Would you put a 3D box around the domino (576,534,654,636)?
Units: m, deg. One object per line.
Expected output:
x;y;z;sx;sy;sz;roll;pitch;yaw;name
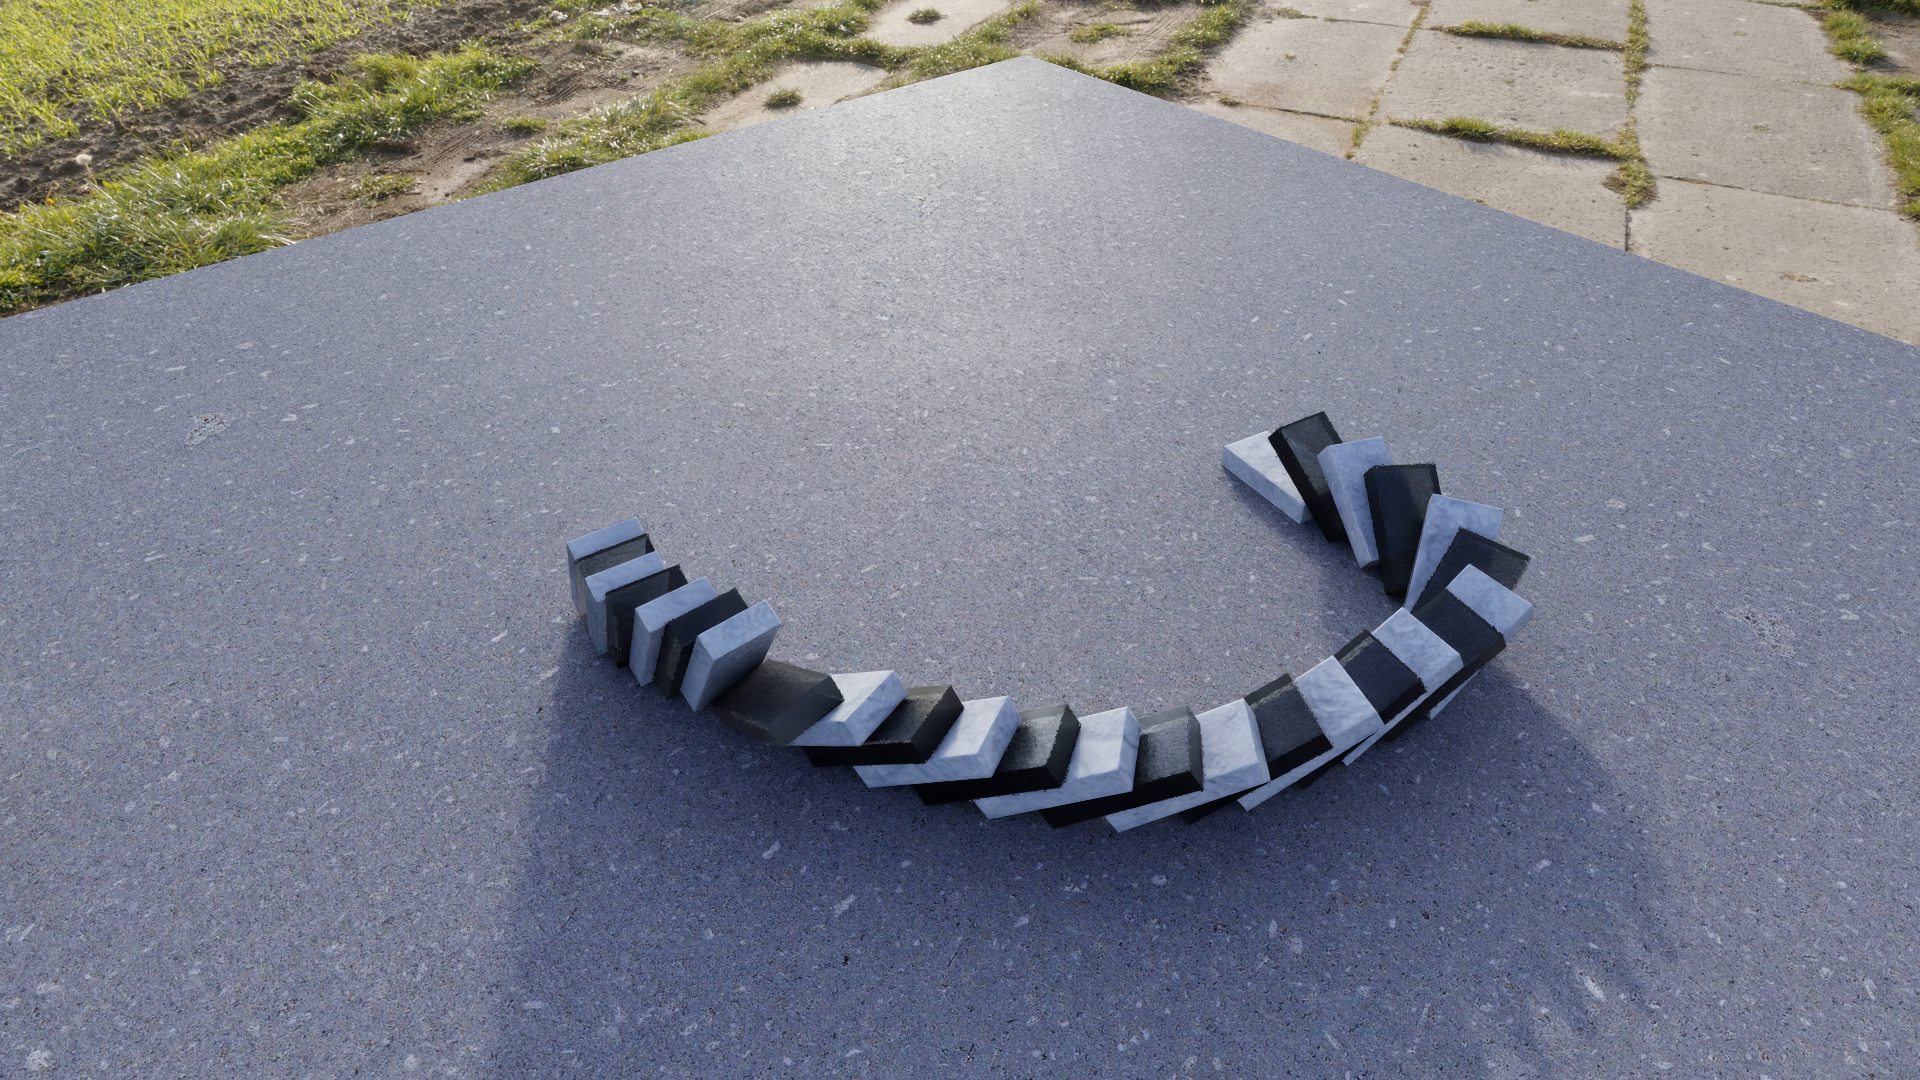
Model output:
-0.122;0.017;0.392;0.025;0.050;0.009;-23;73;-26;domino

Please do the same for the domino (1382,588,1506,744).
0.155;0.042;0.371;0.050;0.010;0.025;-41;49;2;domino

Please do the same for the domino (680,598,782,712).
-0.077;0.039;0.365;0.025;0.050;0.009;-30;77;-31;domino

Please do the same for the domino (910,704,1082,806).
0.011;0.067;0.342;0.050;0.009;0.025;-16;29;33;domino

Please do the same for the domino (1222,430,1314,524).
0.140;-0.028;0.478;0.025;0.010;0.050;-20;43;-23;domino

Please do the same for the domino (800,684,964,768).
-0.025;0.060;0.351;0.050;0.010;0.025;-12;27;40;domino

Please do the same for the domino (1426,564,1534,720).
0.170;0.035;0.380;0.050;0.009;0.025;-45;52;-1;domino

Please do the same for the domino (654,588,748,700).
-0.087;0.036;0.369;0.025;0.050;0.010;-29;76;-30;domino

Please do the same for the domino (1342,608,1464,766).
0.138;0.048;0.365;0.050;0.010;0.025;-41;47;2;domino

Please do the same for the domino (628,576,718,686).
-0.098;0.032;0.374;0.025;0.050;0.010;-27;75;-29;domino

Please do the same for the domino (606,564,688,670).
-0.108;0.027;0.379;0.025;0.050;0.009;-23;73;-26;domino

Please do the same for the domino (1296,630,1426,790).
0.122;0.055;0.357;0.050;0.010;0.025;-40;46;3;domino

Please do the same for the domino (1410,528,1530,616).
0.179;0.023;0.394;0.025;0.009;0.050;29;81;29;domino

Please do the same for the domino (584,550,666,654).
-0.117;0.023;0.385;0.025;0.050;0.009;-23;73;-26;domino

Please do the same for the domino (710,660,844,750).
-0.060;0.052;0.357;0.025;0.009;0.050;-37;19;-26;domino

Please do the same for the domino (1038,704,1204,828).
0.049;0.070;0.338;0.050;0.009;0.025;-22;33;25;domino

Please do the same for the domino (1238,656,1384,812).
0.105;0.061;0.349;0.050;0.009;0.025;-35;41;9;domino

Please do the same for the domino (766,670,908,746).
-0.043;0.055;0.356;0.050;0.009;0.025;-11;25;46;domino

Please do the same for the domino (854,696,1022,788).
-0.007;0.064;0.346;0.050;0.010;0.025;-14;28;37;domino

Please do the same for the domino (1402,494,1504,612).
0.183;0.010;0.410;0.025;0.009;0.050;15;77;17;domino

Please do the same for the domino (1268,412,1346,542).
0.152;-0.027;0.456;0.025;0.010;0.050;-21;76;-23;domino

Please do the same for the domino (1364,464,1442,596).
0.176;-0.004;0.428;0.025;0.009;0.050;-2;72;-4;domino

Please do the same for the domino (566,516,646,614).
-0.128;0.011;0.399;0.025;0.050;0.010;-23;73;-26;domino

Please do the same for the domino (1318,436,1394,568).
0.166;-0.016;0.443;0.025;0.009;0.050;-11;72;-13;domino

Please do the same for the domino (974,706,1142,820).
0.030;0.069;0.339;0.050;0.010;0.025;-19;31;29;domino

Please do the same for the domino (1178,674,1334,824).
0.087;0.065;0.344;0.050;0.009;0.025;-32;39;12;domino

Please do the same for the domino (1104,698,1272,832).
0.068;0.069;0.338;0.050;0.009;0.025;-25;35;21;domino
